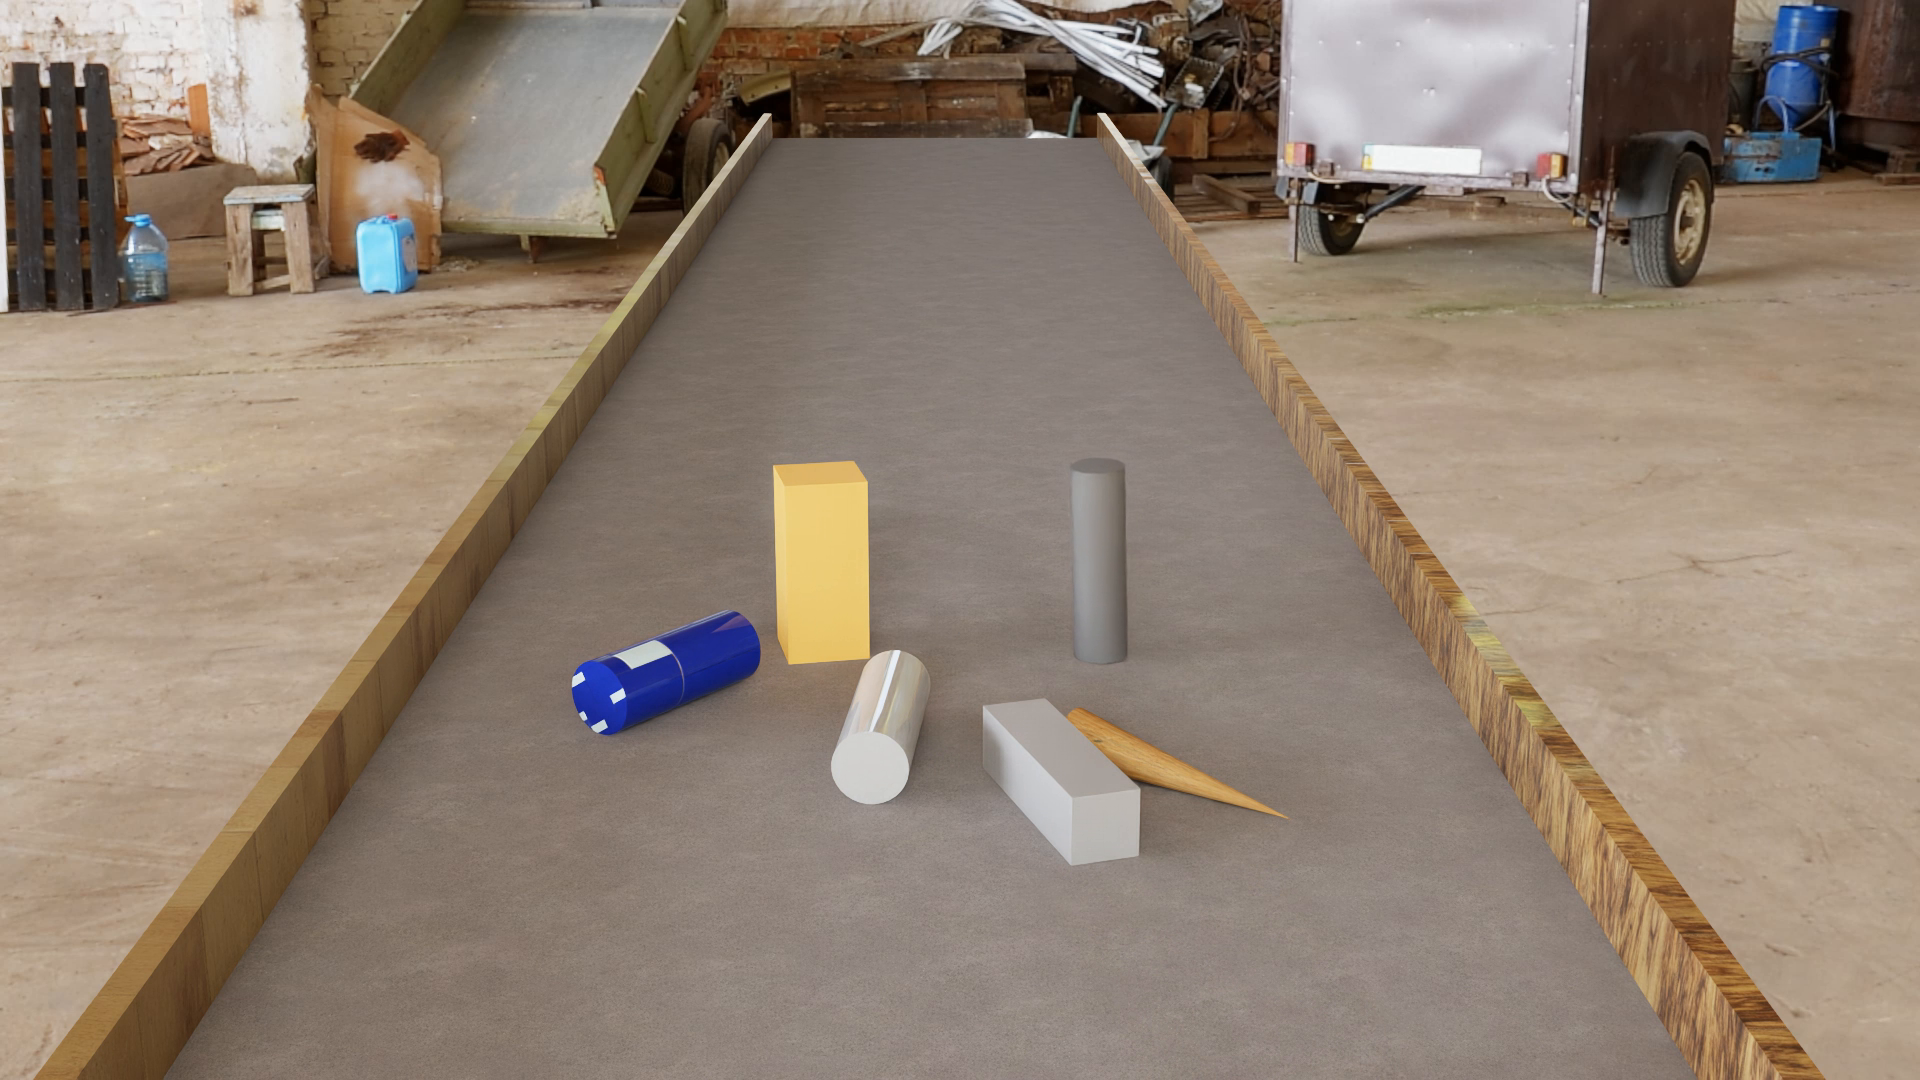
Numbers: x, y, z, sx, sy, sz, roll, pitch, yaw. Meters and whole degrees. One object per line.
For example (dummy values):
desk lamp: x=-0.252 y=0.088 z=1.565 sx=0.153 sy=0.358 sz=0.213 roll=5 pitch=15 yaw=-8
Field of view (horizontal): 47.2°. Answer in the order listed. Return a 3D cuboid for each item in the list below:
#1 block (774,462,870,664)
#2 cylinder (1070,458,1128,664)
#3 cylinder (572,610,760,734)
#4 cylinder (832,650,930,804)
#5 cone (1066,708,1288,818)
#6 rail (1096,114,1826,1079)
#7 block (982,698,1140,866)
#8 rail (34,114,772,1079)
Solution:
block: x=-0.279 y=0.044 z=4.432 sx=0.164 sy=0.368 sz=0.164 roll=-4 pitch=17 yaw=-12
cylinder: x=0.277 y=0.042 z=4.381 sx=0.109 sy=0.397 sz=0.109 roll=-2 pitch=18 yaw=1
cylinder: x=-0.550 y=0.246 z=4.152 sx=0.141 sy=0.141 sz=0.366 roll=12 pitch=20 yaw=35
cylinder: x=-0.136 y=0.326 z=3.900 sx=0.132 sy=0.132 sz=0.409 roll=1 pitch=17 yaw=4
cone: x=0.376 y=0.405 z=3.776 sx=0.440 sy=0.101 sz=0.101 roll=19 pitch=24 yaw=32
rail: x=0.932 y=-0.844 z=7.801 sx=0.050 sy=0.150 sz=12.000 roll=0 pitch=17 yaw=-1
block: x=0.163 y=0.398 z=3.685 sx=0.116 sy=0.116 sz=0.428 roll=-5 pitch=17 yaw=-18
rail: x=-1.118 y=-0.838 z=7.780 sx=0.050 sy=0.150 sz=12.000 roll=0 pitch=17 yaw=-1
